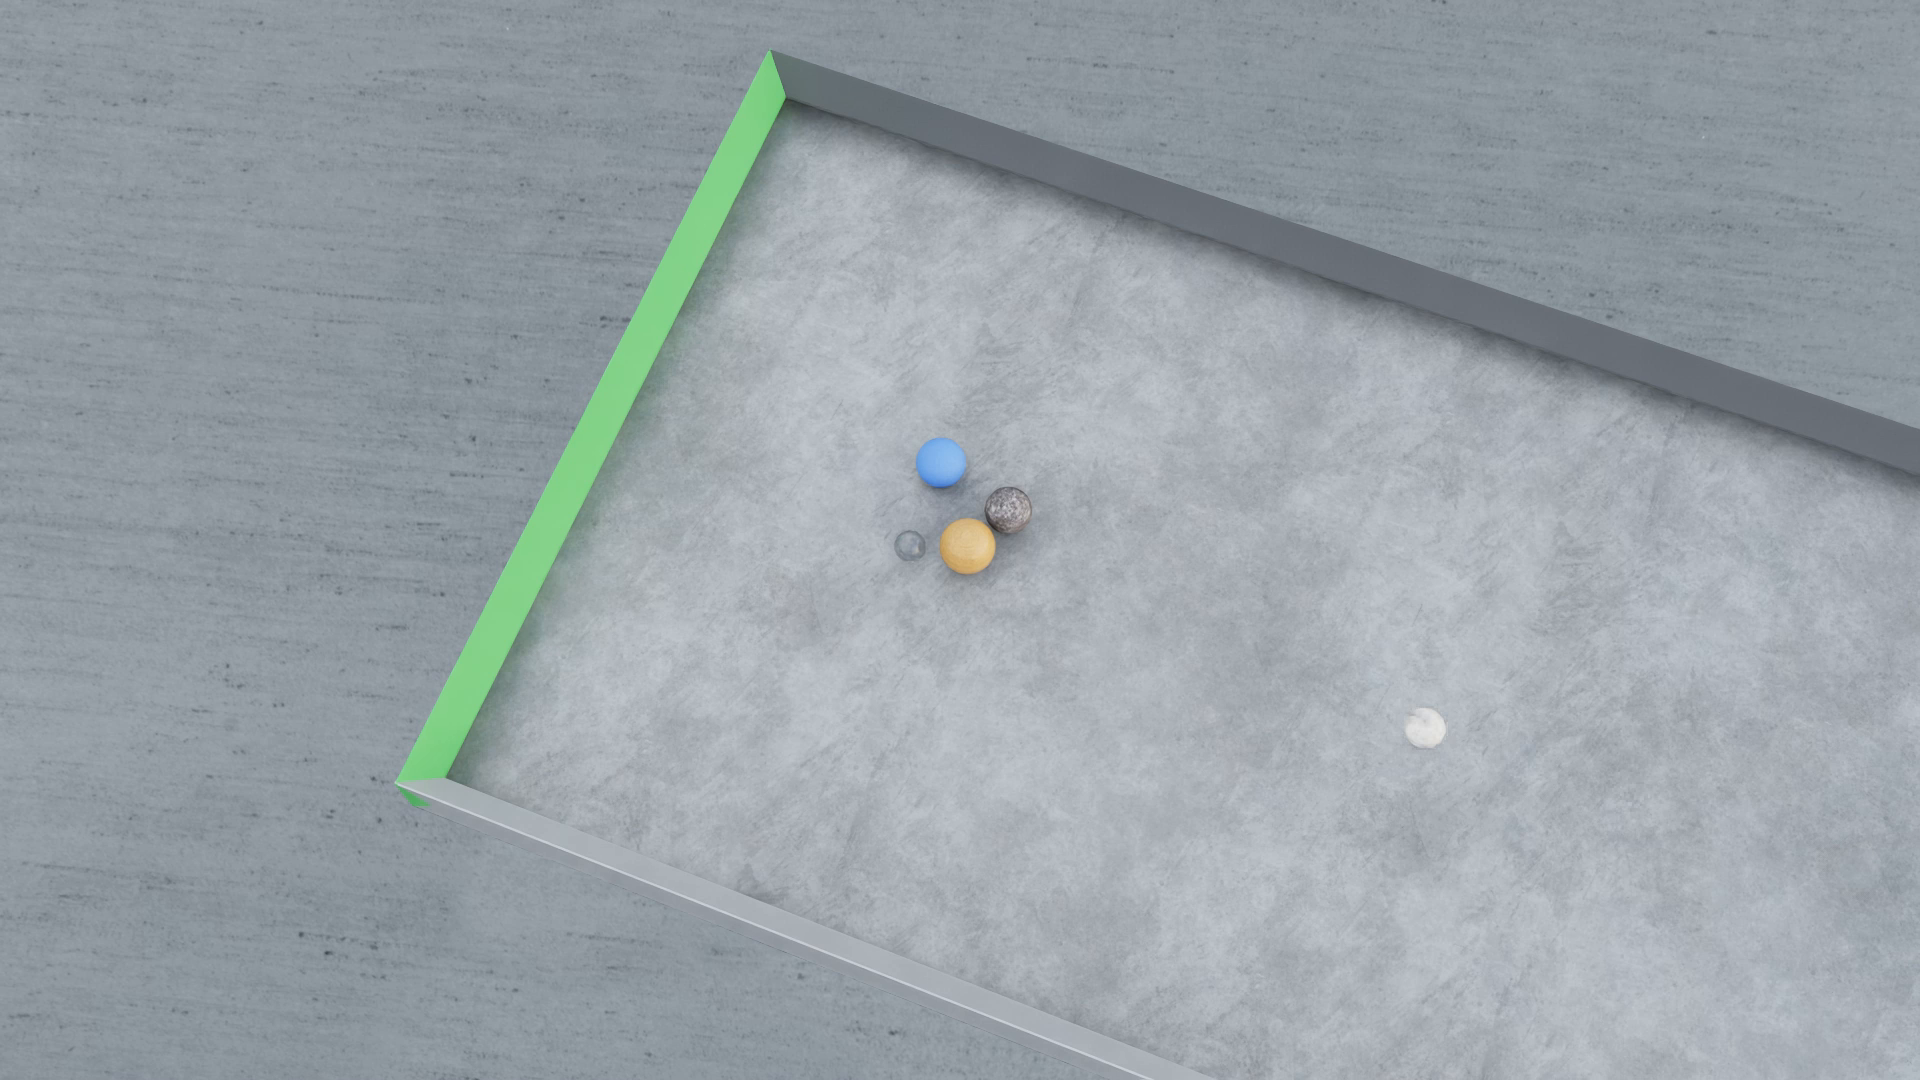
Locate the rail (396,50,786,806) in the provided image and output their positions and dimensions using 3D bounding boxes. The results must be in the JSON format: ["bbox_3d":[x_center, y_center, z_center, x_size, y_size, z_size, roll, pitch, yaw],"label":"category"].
[{"bbox_3d":[-0.562,-0.211,3.575,0.045,0.117,1.409,20,68,8],"label":"rail"}]

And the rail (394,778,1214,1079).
[{"bbox_3d":[0.337,0.786,3.153,2.511,0.117,0.045,20,68,8],"label":"rail"}]

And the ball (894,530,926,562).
[{"bbox_3d":[-0.080,0.010,3.518,0.052,0.052,0.052,0,67,0],"label":"ball"}]

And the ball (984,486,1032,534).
[{"bbox_3d":[0.078,-0.048,3.529,0.076,0.076,0.076,0,67,0],"label":"ball"}]

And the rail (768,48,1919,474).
[{"bbox_3d":[0.833,-0.382,3.647,2.511,0.117,0.045,20,68,8],"label":"rail"}]

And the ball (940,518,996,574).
[{"bbox_3d":[0.012,0.010,3.497,0.090,0.090,0.090,0,67,0],"label":"ball"}]

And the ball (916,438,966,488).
[{"bbox_3d":[-0.031,-0.125,3.559,0.081,0.081,0.081,0,67,0],"label":"ball"}]

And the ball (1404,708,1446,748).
[{"bbox_3d":[0.718,0.290,3.393,0.062,0.062,0.062,0,67,0],"label":"ball"}]
